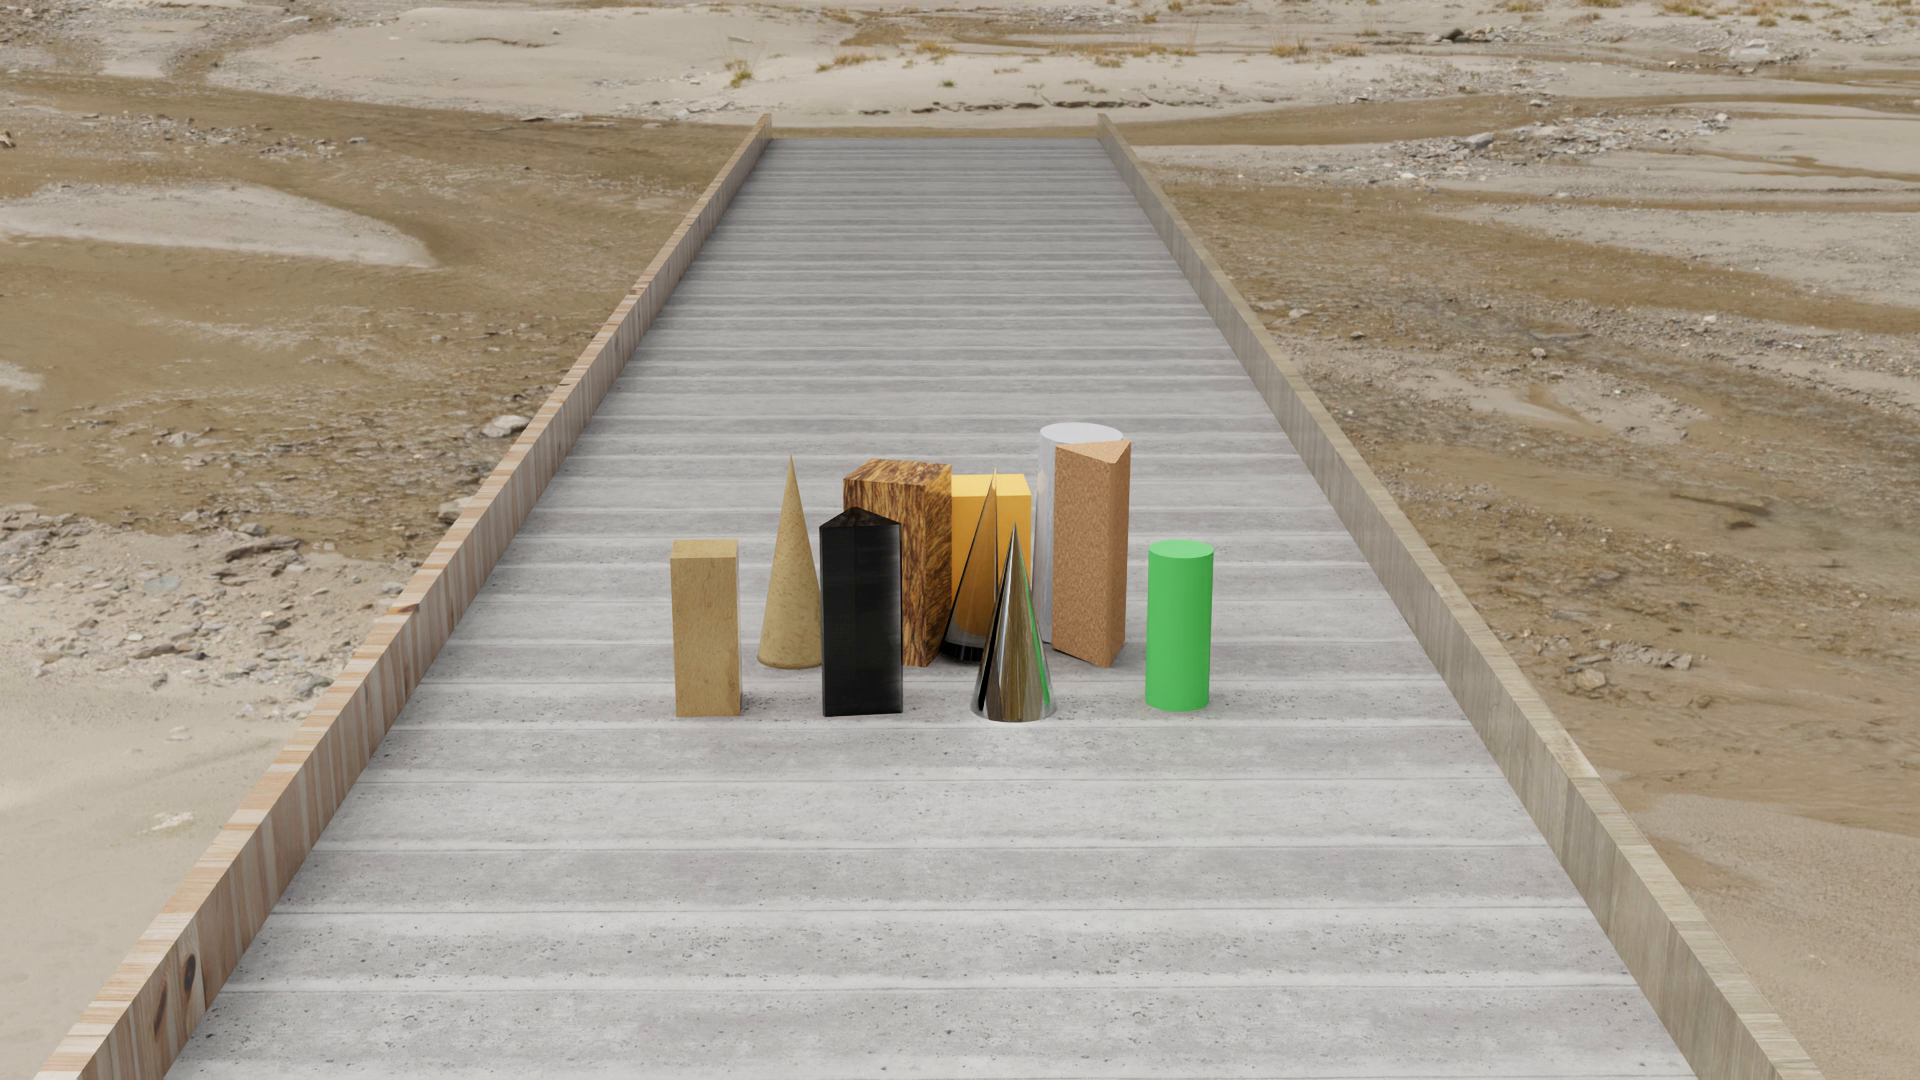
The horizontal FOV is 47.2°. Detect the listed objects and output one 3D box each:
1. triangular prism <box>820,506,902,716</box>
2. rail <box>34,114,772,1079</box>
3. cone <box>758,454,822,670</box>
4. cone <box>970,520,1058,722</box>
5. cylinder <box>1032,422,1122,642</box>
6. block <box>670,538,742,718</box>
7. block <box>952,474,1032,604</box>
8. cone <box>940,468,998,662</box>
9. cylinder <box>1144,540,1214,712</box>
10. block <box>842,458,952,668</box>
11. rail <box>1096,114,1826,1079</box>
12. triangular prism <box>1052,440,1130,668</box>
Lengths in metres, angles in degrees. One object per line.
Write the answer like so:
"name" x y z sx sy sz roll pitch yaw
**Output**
"triangular prism" -0.190 0.132 4.135 0.149 0.369 0.129 -2 17 -8
"rail" -1.118 -0.838 7.780 0.050 0.150 12.000 0 17 -1
"cone" -0.332 0.032 4.375 0.154 0.424 0.154 0 17 0
"cone" 0.102 0.139 4.111 0.166 0.370 0.166 0 17 0
"cylinder" 0.237 -0.013 4.507 0.168 0.427 0.168 2 18 -1
"block" -0.474 0.165 4.128 0.119 0.311 0.119 -1 17 -3
"block" 0.055 0.032 4.585 0.168 0.304 0.168 -1 17 -4
"cone" 0.045 0.040 4.390 0.124 0.386 0.124 7 12 -2
"cylinder" 0.414 0.161 4.156 0.121 0.302 0.121 0 17 0
"block" -0.123 0.044 4.423 0.170 0.375 0.170 5 17 17
"rail" 0.932 -0.844 7.801 0.050 0.150 12.000 0 17 -1
"triangular prism" 0.288 0.019 4.393 0.133 0.428 0.154 -18 27 -41
